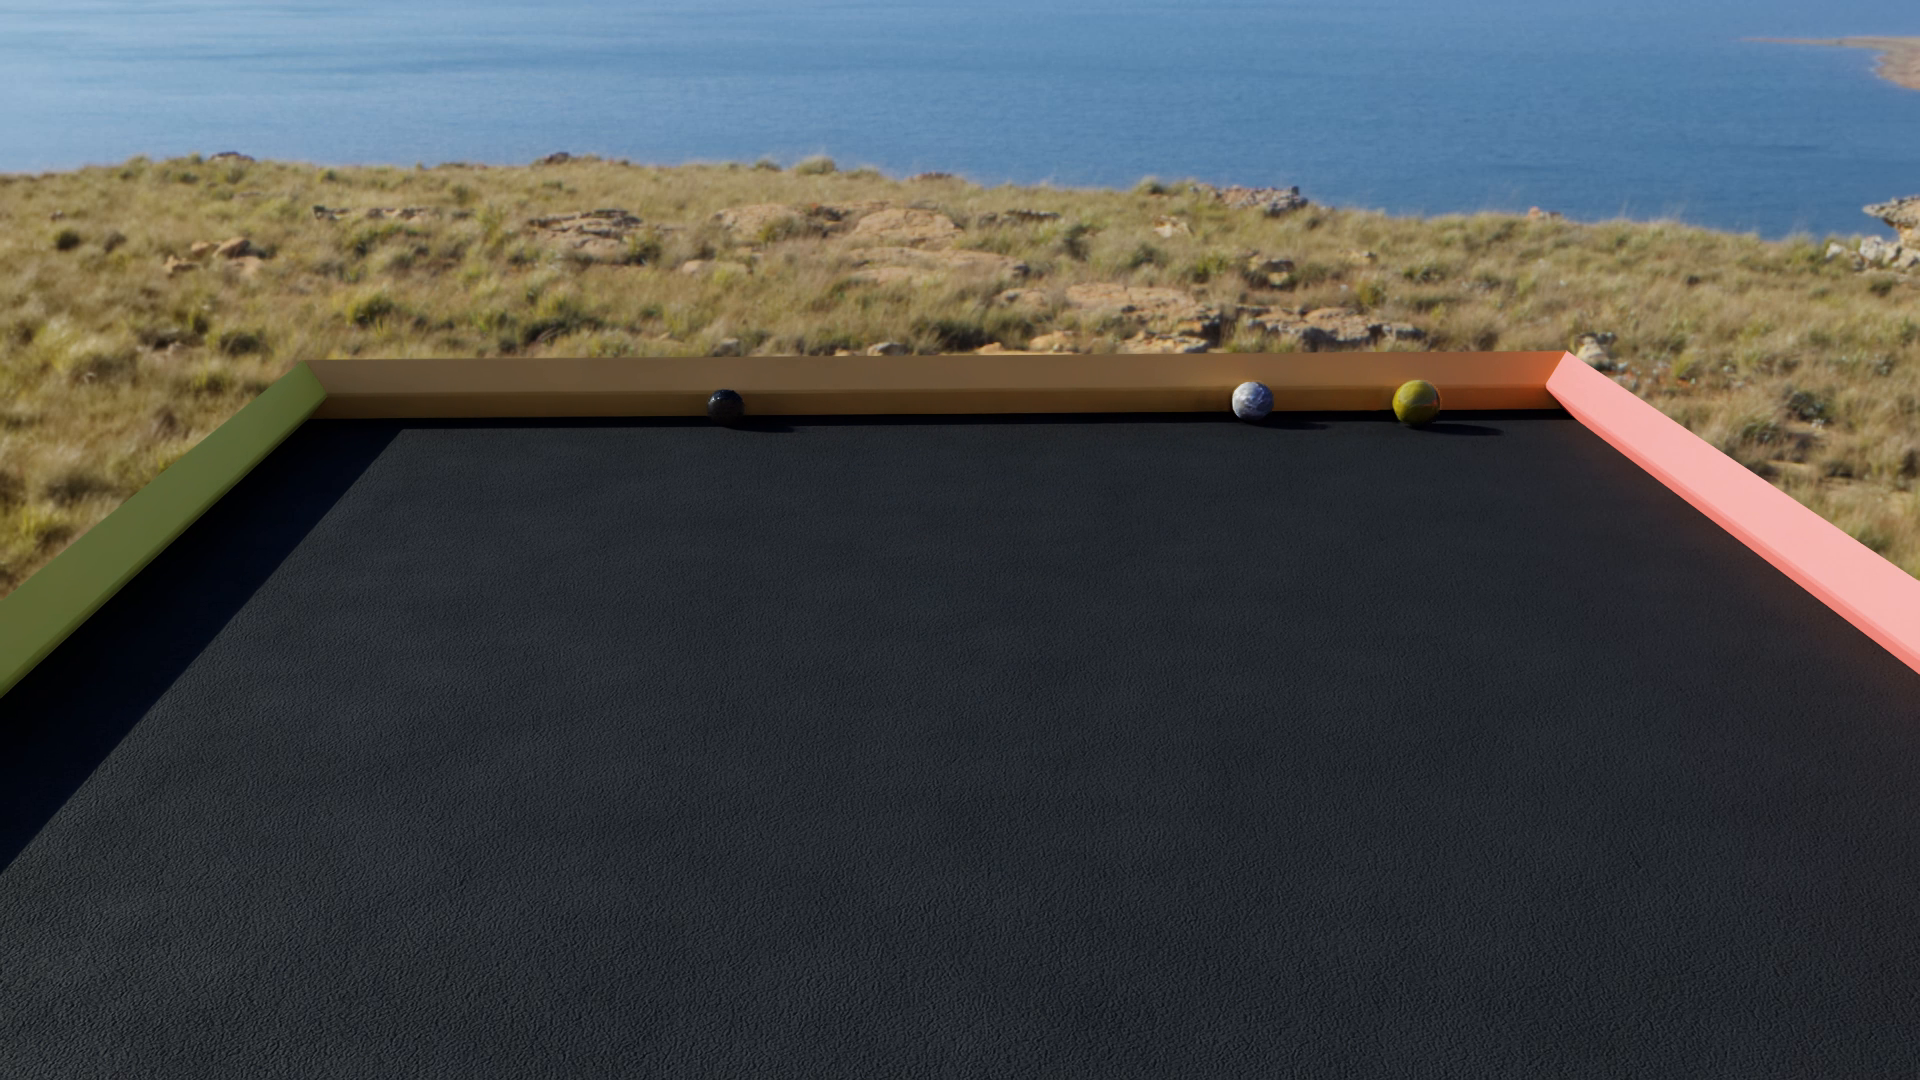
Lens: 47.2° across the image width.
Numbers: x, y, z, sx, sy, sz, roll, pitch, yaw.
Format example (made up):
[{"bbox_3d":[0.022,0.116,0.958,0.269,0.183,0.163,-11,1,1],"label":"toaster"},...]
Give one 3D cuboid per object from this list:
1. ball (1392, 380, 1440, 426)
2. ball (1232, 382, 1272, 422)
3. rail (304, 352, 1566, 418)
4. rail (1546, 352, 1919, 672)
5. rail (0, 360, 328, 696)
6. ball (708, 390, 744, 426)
[{"bbox_3d":[0.715,-0.214,3.447,0.072,0.072,0.072,0,16,0],"label":"ball"},{"bbox_3d":[0.461,-0.218,3.477,0.064,0.064,0.064,0,16,0],"label":"ball"},{"bbox_3d":[-0.029,-0.243,3.506,2.023,0.094,0.045,-1,16,-2],"label":"rail"},{"bbox_3d":[1.017,0.211,1.944,0.045,0.094,3.373,-1,16,-2],"label":"rail"},{"bbox_3d":[-0.957,0.230,1.876,0.045,0.094,3.373,-1,16,-2],"label":"rail"},{"bbox_3d":[-0.367,-0.208,3.453,0.058,0.058,0.058,0,16,0],"label":"ball"}]
